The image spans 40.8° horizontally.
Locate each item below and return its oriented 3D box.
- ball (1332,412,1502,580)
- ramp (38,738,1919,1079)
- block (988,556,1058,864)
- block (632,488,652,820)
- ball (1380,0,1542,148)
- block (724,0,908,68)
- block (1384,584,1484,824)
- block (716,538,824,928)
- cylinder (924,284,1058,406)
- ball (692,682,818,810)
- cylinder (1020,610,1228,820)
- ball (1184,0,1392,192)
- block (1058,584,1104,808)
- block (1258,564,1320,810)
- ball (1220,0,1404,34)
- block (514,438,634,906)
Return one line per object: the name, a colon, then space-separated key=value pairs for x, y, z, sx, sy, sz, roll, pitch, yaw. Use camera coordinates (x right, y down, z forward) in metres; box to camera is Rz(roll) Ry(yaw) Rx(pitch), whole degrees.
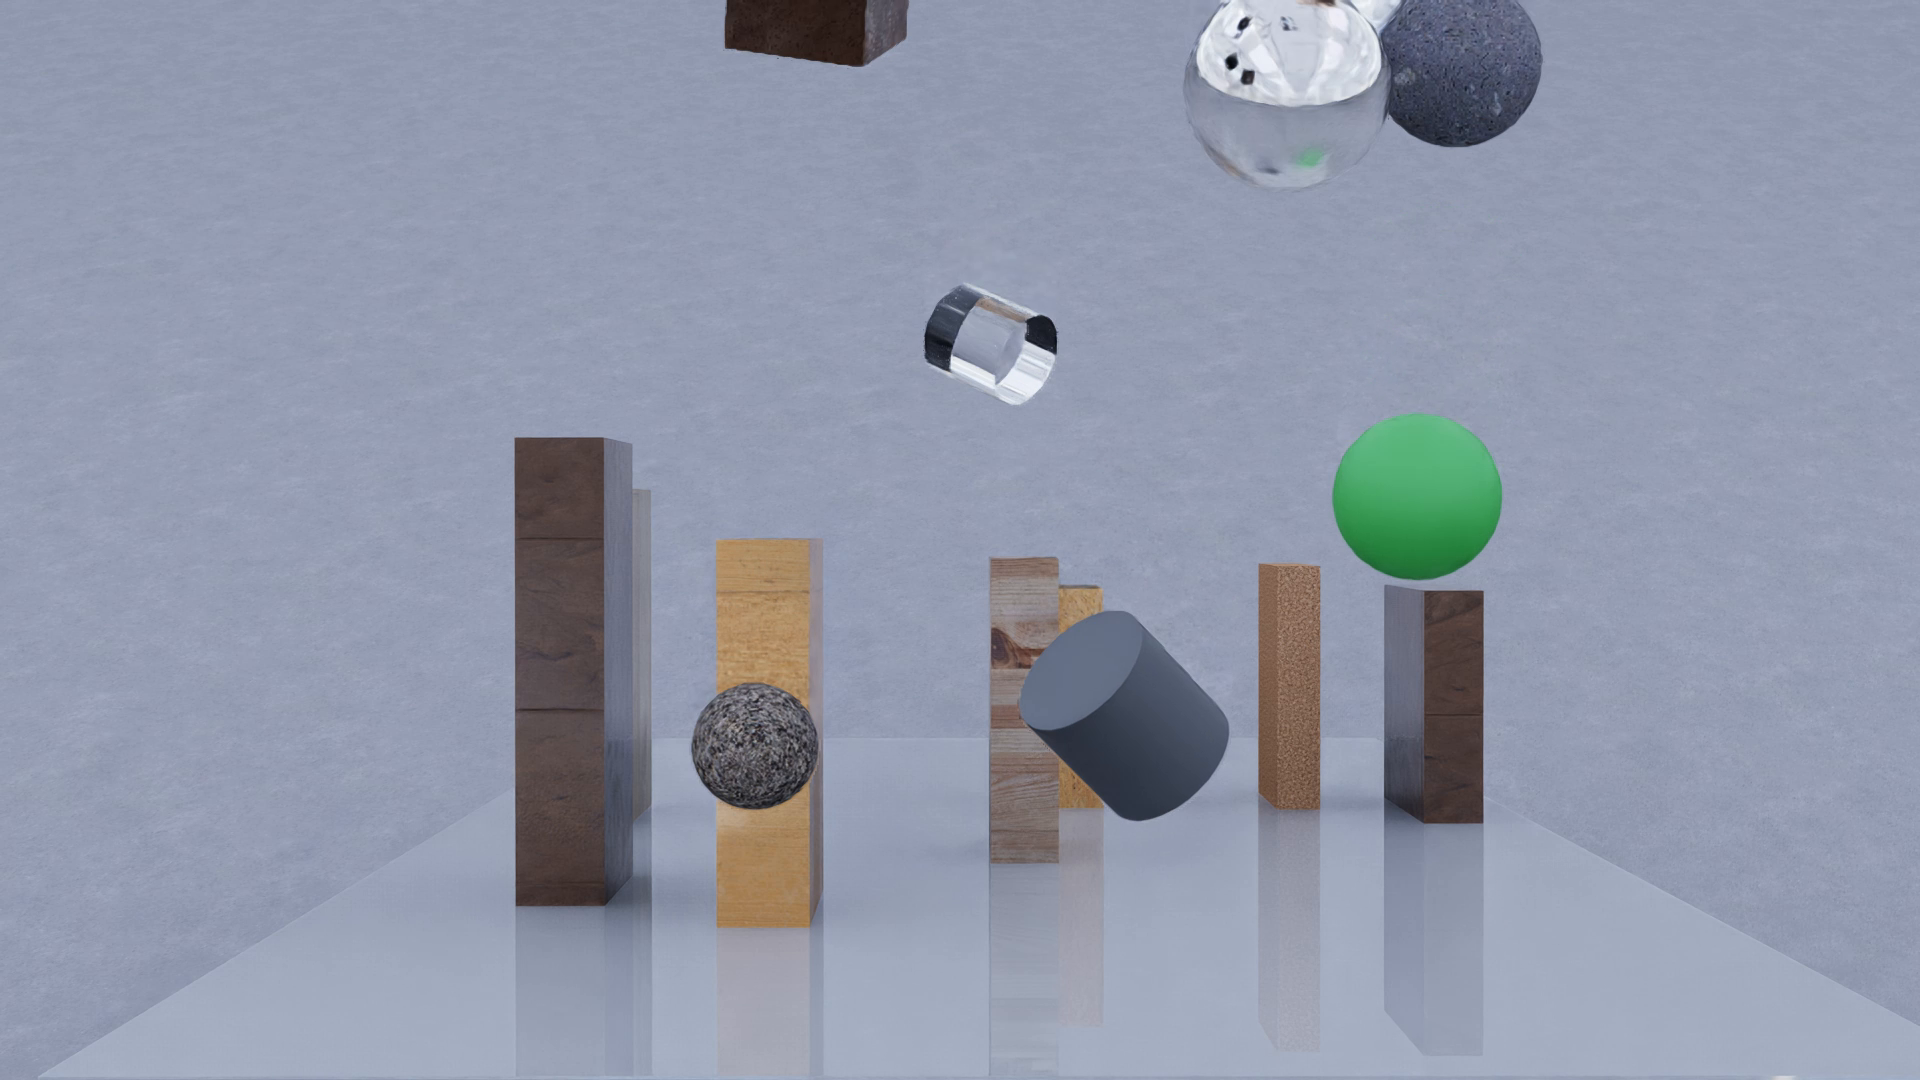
ball: x=0.433 y=-0.041 z=2.450 sx=0.159 sy=0.159 sz=0.159 roll=0 pitch=28 yaw=0
ramp: x=0.064 y=0.575 z=4.618 sx=2.000 sy=0.100 sz=4.000 roll=0 pitch=1 yaw=0
block: x=0.106 y=0.278 z=4.358 sx=0.111 sy=0.498 sz=0.272 roll=0 pitch=1 yaw=0
block: x=-0.662 y=0.213 z=4.919 sx=0.109 sy=0.619 sz=0.345 roll=0 pitch=1 yaw=0
ball: x=0.506 y=-0.484 z=2.629 sx=0.168 sy=0.168 sz=0.168 roll=0 pitch=28 yaw=0
block: x=-0.111 y=-0.454 z=2.064 sx=0.115 sy=0.115 sz=0.115 roll=11 pitch=24 yaw=13
block: x=0.911 y=0.306 z=4.989 sx=0.110 sy=0.430 sz=0.446 roll=0 pitch=1 yaw=0
block: x=-0.272 y=0.266 z=3.746 sx=0.128 sy=0.535 sz=0.364 roll=0 pitch=1 yaw=0
cylinder: x=0.035 y=-0.224 z=2.950 sx=0.108 sy=0.108 sz=0.108 roll=28 pitch=39 yaw=33
ball: x=-0.220 y=0.221 z=2.775 sx=0.136 sy=0.136 sz=0.136 roll=0 pitch=28 yaw=0
cylinder: x=0.169 y=0.180 z=2.648 sx=0.154 sy=0.154 sz=0.154 roll=-32 pitch=30 yaw=21
ball: x=0.312 y=-0.431 z=2.463 sx=0.197 sy=0.197 sz=0.197 roll=0 pitch=28 yaw=0
block: x=0.224 y=0.307 z=5.184 sx=0.109 sy=0.426 sz=0.329 roll=0 pitch=1 yaw=0
block: x=0.655 y=0.284 z=5.152 sx=0.083 sy=0.470 sz=0.316 roll=0 pitch=1 yaw=0
ball: x=0.353 y=-0.583 z=2.587 sx=0.203 sy=0.203 sz=0.203 roll=0 pitch=28 yaw=0
block: x=-0.583 y=0.190 z=3.924 sx=0.130 sy=0.682 sz=0.330 roll=0 pitch=1 yaw=0
